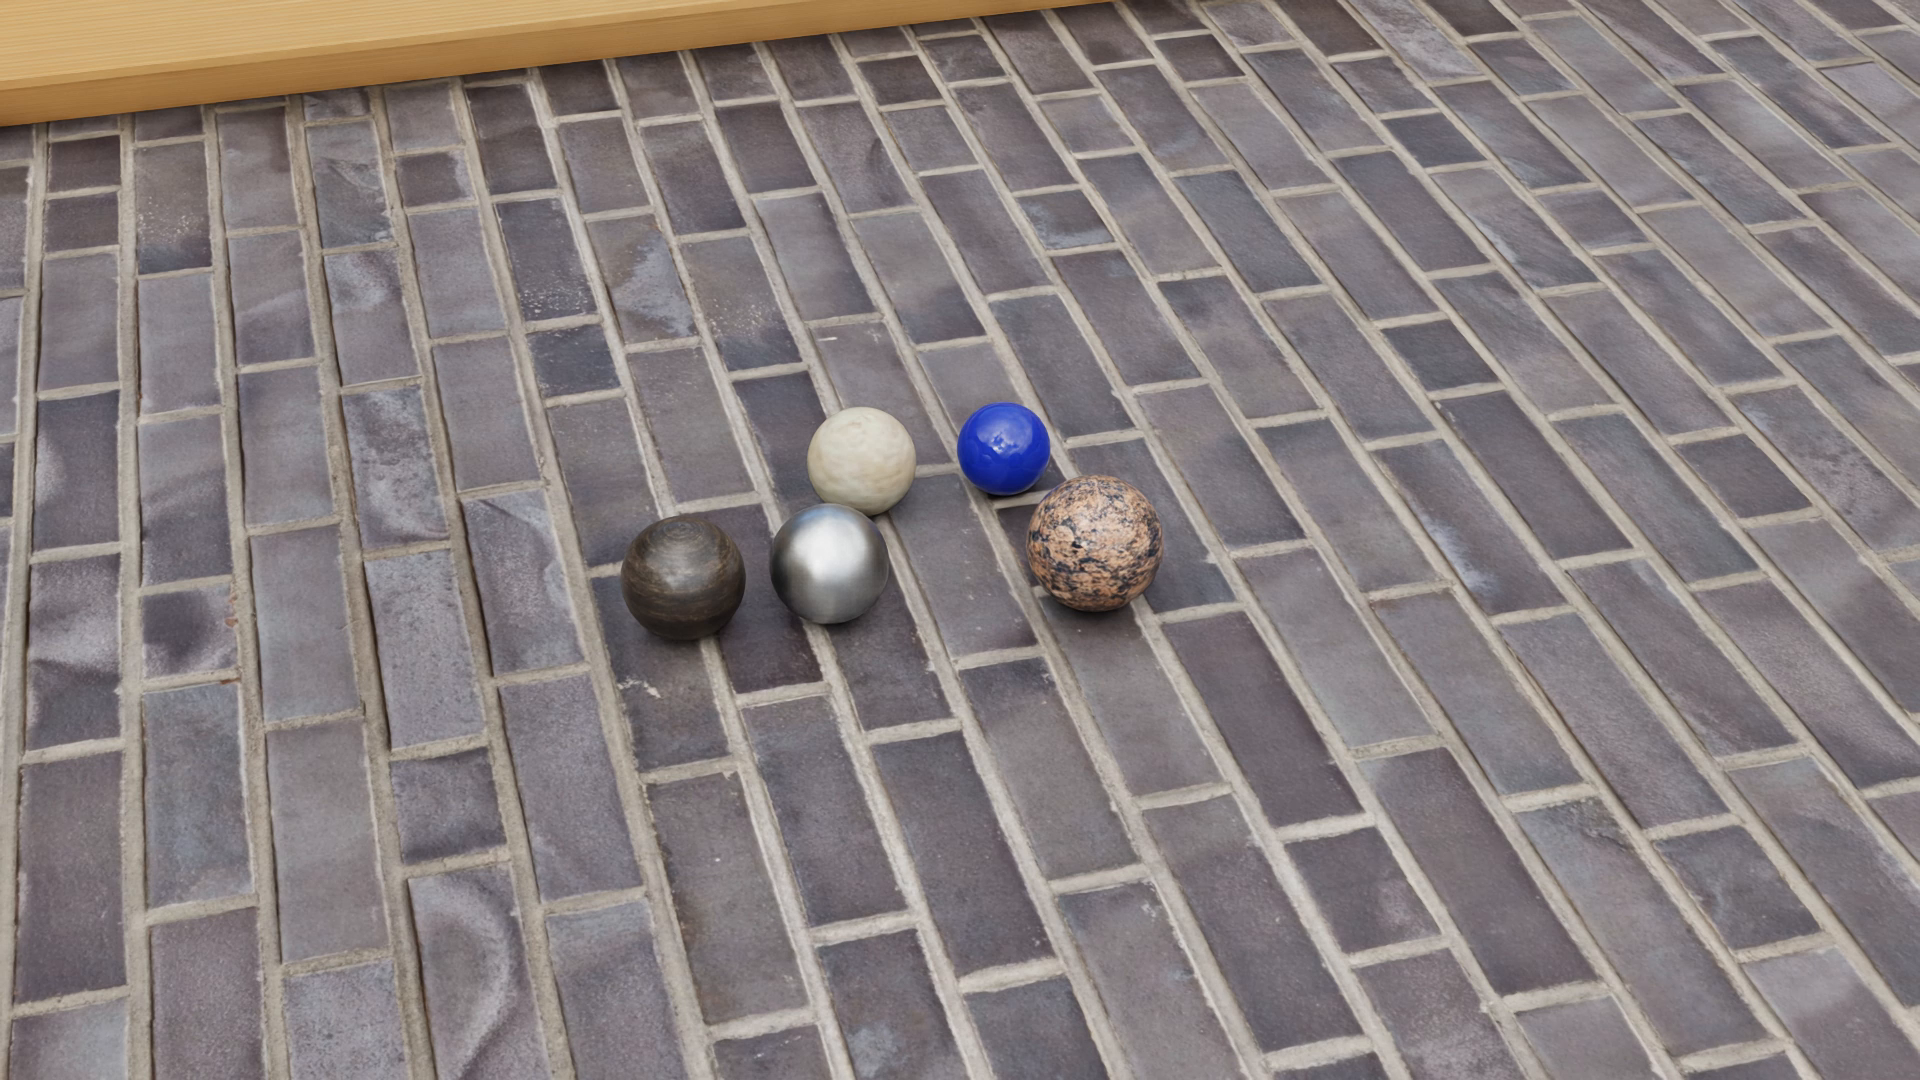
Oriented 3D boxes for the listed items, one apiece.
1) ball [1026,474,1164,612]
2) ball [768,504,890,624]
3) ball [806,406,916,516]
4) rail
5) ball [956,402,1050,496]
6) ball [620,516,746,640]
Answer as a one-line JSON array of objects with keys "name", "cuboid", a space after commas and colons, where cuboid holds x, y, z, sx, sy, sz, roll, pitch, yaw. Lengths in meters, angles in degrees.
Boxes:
[{"name": "ball", "cuboid": [0.083, 0.002, 1.571, 0.084, 0.084, 0.084, 0, 36, 0]}, {"name": "ball", "cuboid": [-0.080, 0.014, 1.563, 0.074, 0.074, 0.074, 0, 36, 0]}, {"name": "ball", "cuboid": [-0.063, -0.051, 1.656, 0.071, 0.071, 0.071, 0, 36, 0]}, {"name": "rail", "cuboid": [0.461, -0.572, 2.348, 2.774, 0.110, 0.045, -9, 37, -12]}, {"name": "ball", "cuboid": [0.029, -0.060, 1.676, 0.062, 0.062, 0.062, 0, 36, 0]}, {"name": "ball", "cuboid": [-0.167, 0.023, 1.549, 0.076, 0.076, 0.076, 0, 36, 0]}]
